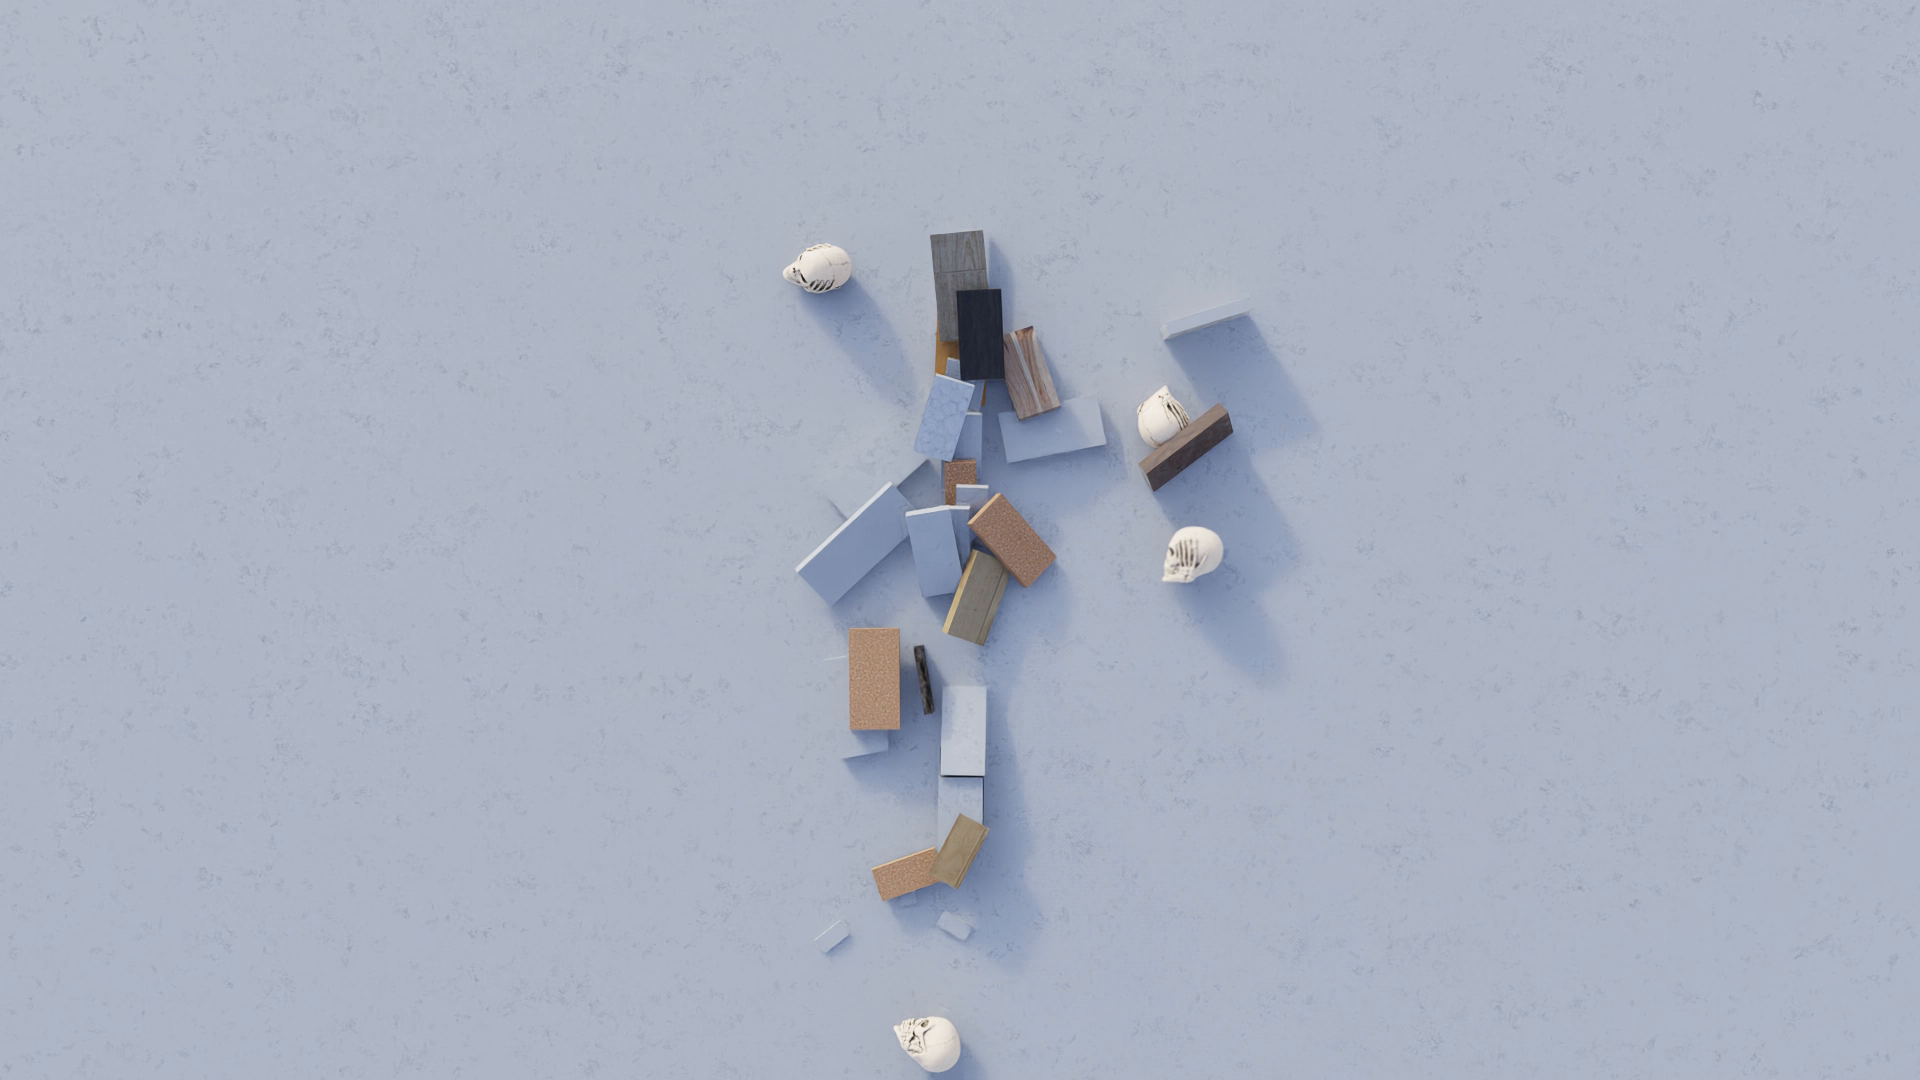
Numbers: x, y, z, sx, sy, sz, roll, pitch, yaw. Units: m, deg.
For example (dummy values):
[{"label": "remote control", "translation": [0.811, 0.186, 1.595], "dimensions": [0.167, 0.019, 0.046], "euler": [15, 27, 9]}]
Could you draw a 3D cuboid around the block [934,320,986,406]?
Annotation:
[{"label": "block", "translation": [0.006, -0.621, 5.440], "dimensions": [0.171, 0.049, 0.343], "euler": [3, 102, 0]}]

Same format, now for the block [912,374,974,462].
[{"label": "block", "translation": [-0.053, -0.397, 5.371], "dimensions": [0.131, 0.037, 0.262], "euler": [16, 107, -5]}]

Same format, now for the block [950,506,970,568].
[{"label": "block", "translation": [-0.018, -0.010, 5.444], "dimensions": [0.104, 0.029, 0.208], "euler": [1, 112, 4]}]

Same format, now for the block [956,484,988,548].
[{"label": "block", "translation": [0.037, -0.080, 5.448], "dimensions": [0.104, 0.029, 0.208], "euler": [2, 112, 0]}]

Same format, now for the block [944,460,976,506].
[{"label": "block", "translation": [0.003, -0.161, 5.448], "dimensions": [0.104, 0.029, 0.208], "euler": [-1, 112, 0]}]

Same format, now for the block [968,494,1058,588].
[{"label": "block", "translation": [0.172, 0.002, 5.426], "dimensions": [0.145, 0.041, 0.291], "euler": [-46, 106, -13]}]

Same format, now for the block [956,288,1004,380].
[{"label": "block", "translation": [0.067, -0.665, 5.334], "dimensions": [0.144, 0.041, 0.288], "euler": [-3, 102, 0]}]

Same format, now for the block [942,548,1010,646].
[{"label": "block", "translation": [0.060, 0.191, 5.448], "dimensions": [0.145, 0.041, 0.291], "euler": [20, 90, -28]}]

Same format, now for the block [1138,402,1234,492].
[{"label": "block", "translation": [0.742, -0.303, 5.415], "dimensions": [0.332, 0.166, 0.047], "euler": [-37, 65, 0]}]

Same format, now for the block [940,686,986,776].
[{"label": "block", "translation": [0.012, 0.632, 5.449], "dimensions": [0.145, 0.041, 0.291], "euler": [1, 78, 0]}]

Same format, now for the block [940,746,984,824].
[{"label": "block", "translation": [0.006, 0.831, 5.479], "dimensions": [0.145, 0.041, 0.291], "euler": [0, 90, 0]}]

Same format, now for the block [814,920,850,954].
[{"label": "block", "translation": [-0.425, 1.322, 5.492], "dimensions": [0.108, 0.015, 0.054], "euler": [-38, 90, 0]}]

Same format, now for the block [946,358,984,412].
[{"label": "block", "translation": [0.004, -0.460, 5.430], "dimensions": [0.131, 0.037, 0.262], "euler": [9, 107, -2]}]

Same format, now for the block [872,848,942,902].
[{"label": "block", "translation": [-0.171, 1.107, 5.469], "dimensions": [0.221, 0.031, 0.110], "euler": [-19, 90, -3]}]

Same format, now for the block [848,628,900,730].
[{"label": "block", "translation": [-0.281, 0.456, 5.430], "dimensions": [0.165, 0.047, 0.330], "euler": [-1, 90, 0]}]

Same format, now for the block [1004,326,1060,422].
[{"label": "block", "translation": [0.218, -0.550, 5.453], "dimensions": [0.144, 0.041, 0.288], "euler": [-18, 80, -1]}]

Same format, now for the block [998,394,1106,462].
[{"label": "block", "translation": [0.305, -0.368, 5.476], "dimensions": [0.332, 0.047, 0.166], "euler": [-11, 90, 0]}]

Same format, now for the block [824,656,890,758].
[{"label": "block", "translation": [-0.343, 0.547, 5.477], "dimensions": [0.165, 0.047, 0.330], "euler": [-10, 90, 0]}]

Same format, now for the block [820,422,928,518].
[{"label": "block", "translation": [-0.284, -0.222, 5.476], "dimensions": [0.332, 0.047, 0.166], "euler": [-42, 90, 0]}]

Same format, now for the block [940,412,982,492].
[{"label": "block", "translation": [0.005, -0.290, 5.443], "dimensions": [0.131, 0.037, 0.262], "euler": [1, 107, 0]}]

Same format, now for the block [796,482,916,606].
[{"label": "block", "translation": [-0.330, 0.013, 5.450], "dimensions": [0.425, 0.047, 0.165], "euler": [-43, 109, 0]}]

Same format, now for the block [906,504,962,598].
[{"label": "block", "translation": [-0.079, 0.038, 5.425], "dimensions": [0.145, 0.041, 0.291], "euler": [-9, 111, 4]}]

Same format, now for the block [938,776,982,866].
[{"label": "block", "translation": [0.002, 0.926, 5.438], "dimensions": [0.145, 0.041, 0.291], "euler": [0, 90, 0]}]

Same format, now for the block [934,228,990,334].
[{"label": "block", "translation": [0.008, -0.853, 5.476], "dimensions": [0.171, 0.049, 0.343], "euler": [3, 90, 0]}]

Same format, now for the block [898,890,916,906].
[{"label": "block", "translation": [-0.184, 1.161, 5.492], "dimensions": [0.054, 0.015, 0.108], "euler": [-13, 90, 0]}]

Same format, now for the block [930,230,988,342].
[{"label": "block", "translation": [0.005, -0.824, 5.346], "dimensions": [0.171, 0.049, 0.343], "euler": [-5, 102, 2]}]

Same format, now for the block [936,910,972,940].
[{"label": "block", "translation": [-0.018, 1.284, 5.492], "dimensions": [0.108, 0.015, 0.054], "euler": [30, 90, 0]}]

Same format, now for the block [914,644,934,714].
[{"label": "block", "translation": [-0.119, 0.460, 5.445], "dimensions": [0.031, 0.110, 0.221], "euler": [-10, 90, 0]}]

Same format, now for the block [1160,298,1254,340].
[{"label": "block", "translation": [0.811, -0.727, 5.428], "dimensions": [0.288, 0.144, 0.041], "euler": [-17, 90, 0]}]

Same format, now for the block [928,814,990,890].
[{"label": "block", "translation": [-0.004, 1.019, 5.402], "dimensions": [0.110, 0.031, 0.221], "euler": [28, 90, 0]}]
